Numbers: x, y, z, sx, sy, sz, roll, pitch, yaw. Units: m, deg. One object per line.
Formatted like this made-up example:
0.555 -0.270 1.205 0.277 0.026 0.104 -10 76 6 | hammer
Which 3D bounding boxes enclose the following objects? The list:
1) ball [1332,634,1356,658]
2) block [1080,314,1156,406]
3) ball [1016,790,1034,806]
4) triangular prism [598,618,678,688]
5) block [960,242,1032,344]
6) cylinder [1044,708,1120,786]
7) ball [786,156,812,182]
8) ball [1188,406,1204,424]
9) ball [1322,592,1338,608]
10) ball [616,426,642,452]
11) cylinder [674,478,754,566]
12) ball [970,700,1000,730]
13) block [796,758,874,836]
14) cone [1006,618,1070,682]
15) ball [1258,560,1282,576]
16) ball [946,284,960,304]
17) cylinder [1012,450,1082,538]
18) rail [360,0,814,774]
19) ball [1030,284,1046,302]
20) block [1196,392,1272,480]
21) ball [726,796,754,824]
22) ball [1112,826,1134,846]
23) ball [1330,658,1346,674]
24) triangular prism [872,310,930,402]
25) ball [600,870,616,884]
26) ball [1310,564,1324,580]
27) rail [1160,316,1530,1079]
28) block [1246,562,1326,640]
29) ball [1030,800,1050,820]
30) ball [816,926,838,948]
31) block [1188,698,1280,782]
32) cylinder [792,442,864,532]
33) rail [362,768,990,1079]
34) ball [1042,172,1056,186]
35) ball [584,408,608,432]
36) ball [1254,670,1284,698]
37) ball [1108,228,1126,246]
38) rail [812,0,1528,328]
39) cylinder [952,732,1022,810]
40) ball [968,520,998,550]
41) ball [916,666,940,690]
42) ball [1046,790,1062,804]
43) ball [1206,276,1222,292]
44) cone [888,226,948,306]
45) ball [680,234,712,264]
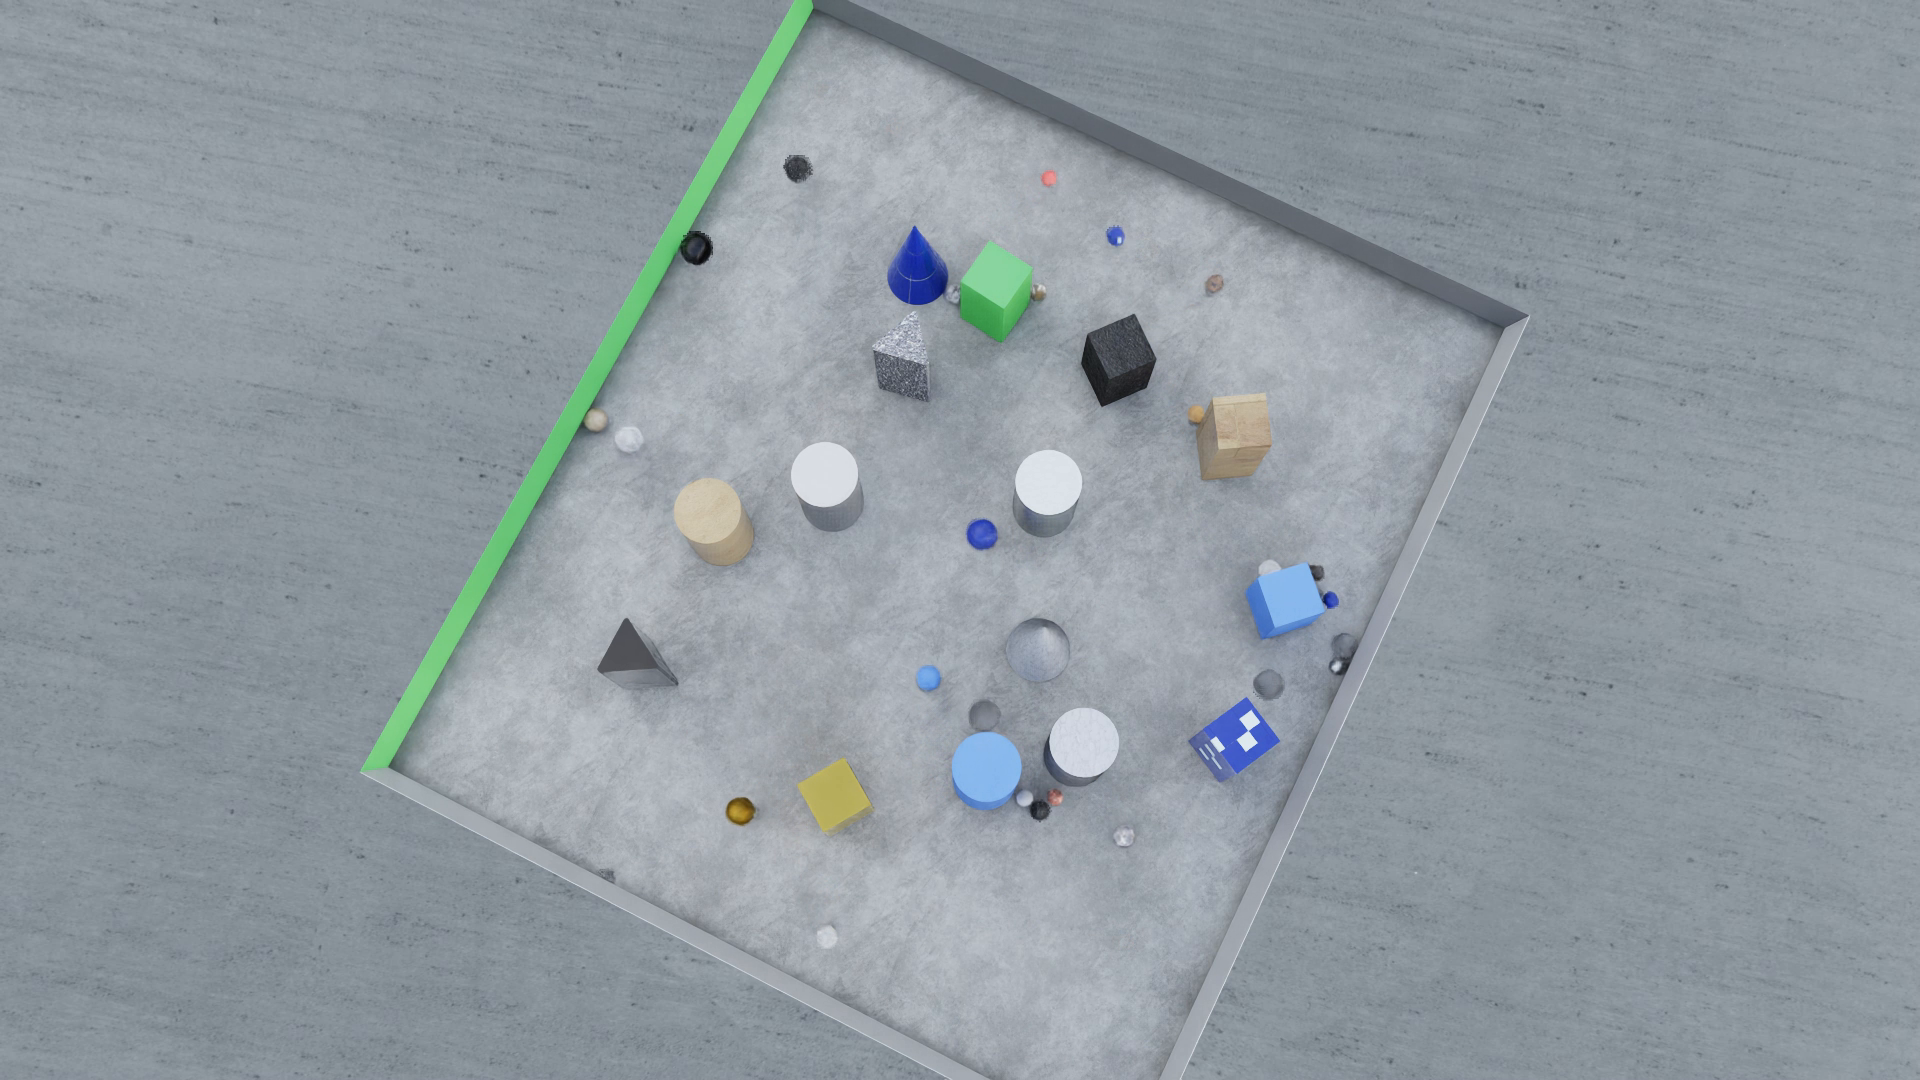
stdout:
1.156 0.317 5.513 0.075 0.075 0.075 0 78 0 | ball
0.480 -0.544 5.576 0.155 0.299 0.155 -23 79 -5 | block
0.192 0.764 5.433 0.050 0.050 0.050 0 78 0 | ball
-0.937 0.331 5.346 0.168 0.396 0.145 -4 78 -1 | triangular prism
0.110 -0.755 5.604 0.155 0.331 0.155 33 80 6 | block
0.347 0.603 5.296 0.194 0.383 0.194 0 78 0 | cylinder
-0.513 -1.175 5.818 0.081 0.081 0.081 0 78 0 | ball
0.731 -0.389 5.669 0.055 0.055 0.055 0 78 0 | ball
1.123 0.181 5.556 0.046 0.046 0.046 0 78 0 | ball
-1.018 -0.311 5.639 0.082 0.082 0.082 0 78 0 | ball
-0.728 -0.050 5.451 0.194 0.345 0.194 0 78 0 | cylinder
0.075 0.522 5.461 0.094 0.094 0.094 0 78 0 | ball
-0.357 0.748 5.321 0.155 0.276 0.155 -30 80 -6 | block
0.237 0.288 5.331 0.194 0.443 0.194 0 78 0 | cone
0.941 0.094 5.562 0.068 0.068 0.068 0 78 0 | ball
-0.016 -0.772 5.745 0.061 0.061 0.061 0 78 0 | ball
0.258 -0.135 5.479 0.194 0.323 0.194 0 78 0 | cylinder
-1.102 -0.533 5.661 0.045 0.126 2.817 26 80 5 | rail
0.244 -0.775 5.749 0.054 0.054 0.054 0 78 0 | ball
0.816 -0.305 5.484 0.155 0.384 0.155 -5 78 -1 | block
-0.647 0.799 5.409 0.083 0.083 0.083 0 78 0 | ball
0.483 0.873 5.403 0.064 0.064 0.064 0 78 0 | ball
1.137 0.379 5.512 0.052 0.052 0.052 0 78 0 | ball
-0.153 -0.562 5.531 0.168 0.395 0.145 17 79 3 | triangular prism
-1.037 0.995 5.386 0.047 0.047 0.047 0 78 0 | ball
1.082 0.099 5.571 0.050 0.050 0.050 0 78 0 | ball
1.102 0.546 5.438 0.045 0.126 2.817 26 80 5 | rail
0.965 0.183 5.456 0.155 0.241 0.155 -17 79 -3 | block
0.236 0.800 5.421 0.059 0.059 0.059 0 78 0 | ball
-0.388 1.156 5.346 0.062 0.062 0.062 0 78 0 | ball
0.791 0.583 5.317 0.155 0.351 0.155 -35 81 -7 | block
-0.392 -0.154 5.471 0.194 0.348 0.194 0 78 0 | cylinder
-0.619 1.220 5.299 2.511 0.126 0.045 26 80 5 | rail
0.283 -1.149 5.830 0.047 0.047 0.047 0 78 0 | ball
-1.126 -0.370 5.656 0.073 0.073 0.073 0 78 0 | ball
0.923 0.431 5.483 0.088 0.088 0.088 0 78 0 | ball
0.493 -0.956 5.785 0.056 0.056 0.056 0 78 0 | ball
0.619 -1.206 5.801 2.511 0.126 0.045 26 80 5 | rail
0.074 0.669 5.280 0.194 0.387 0.194 0 78 0 | cylinder
0.069 -0.016 5.572 0.093 0.093 0.093 0 78 0 | ball
-0.094 0.415 5.494 0.072 0.072 0.072 0 78 0 | ball
0.281 0.762 5.435 0.047 0.047 0.047 0 78 0 | ball
0.798 -0.804 5.756 0.054 0.054 0.054 0 78 0 | ball
-0.133 -0.878 5.576 0.194 0.435 0.194 0 78 0 | cone
-0.828 -0.913 5.756 0.097 0.097 0.097 0 78 0 | ball
